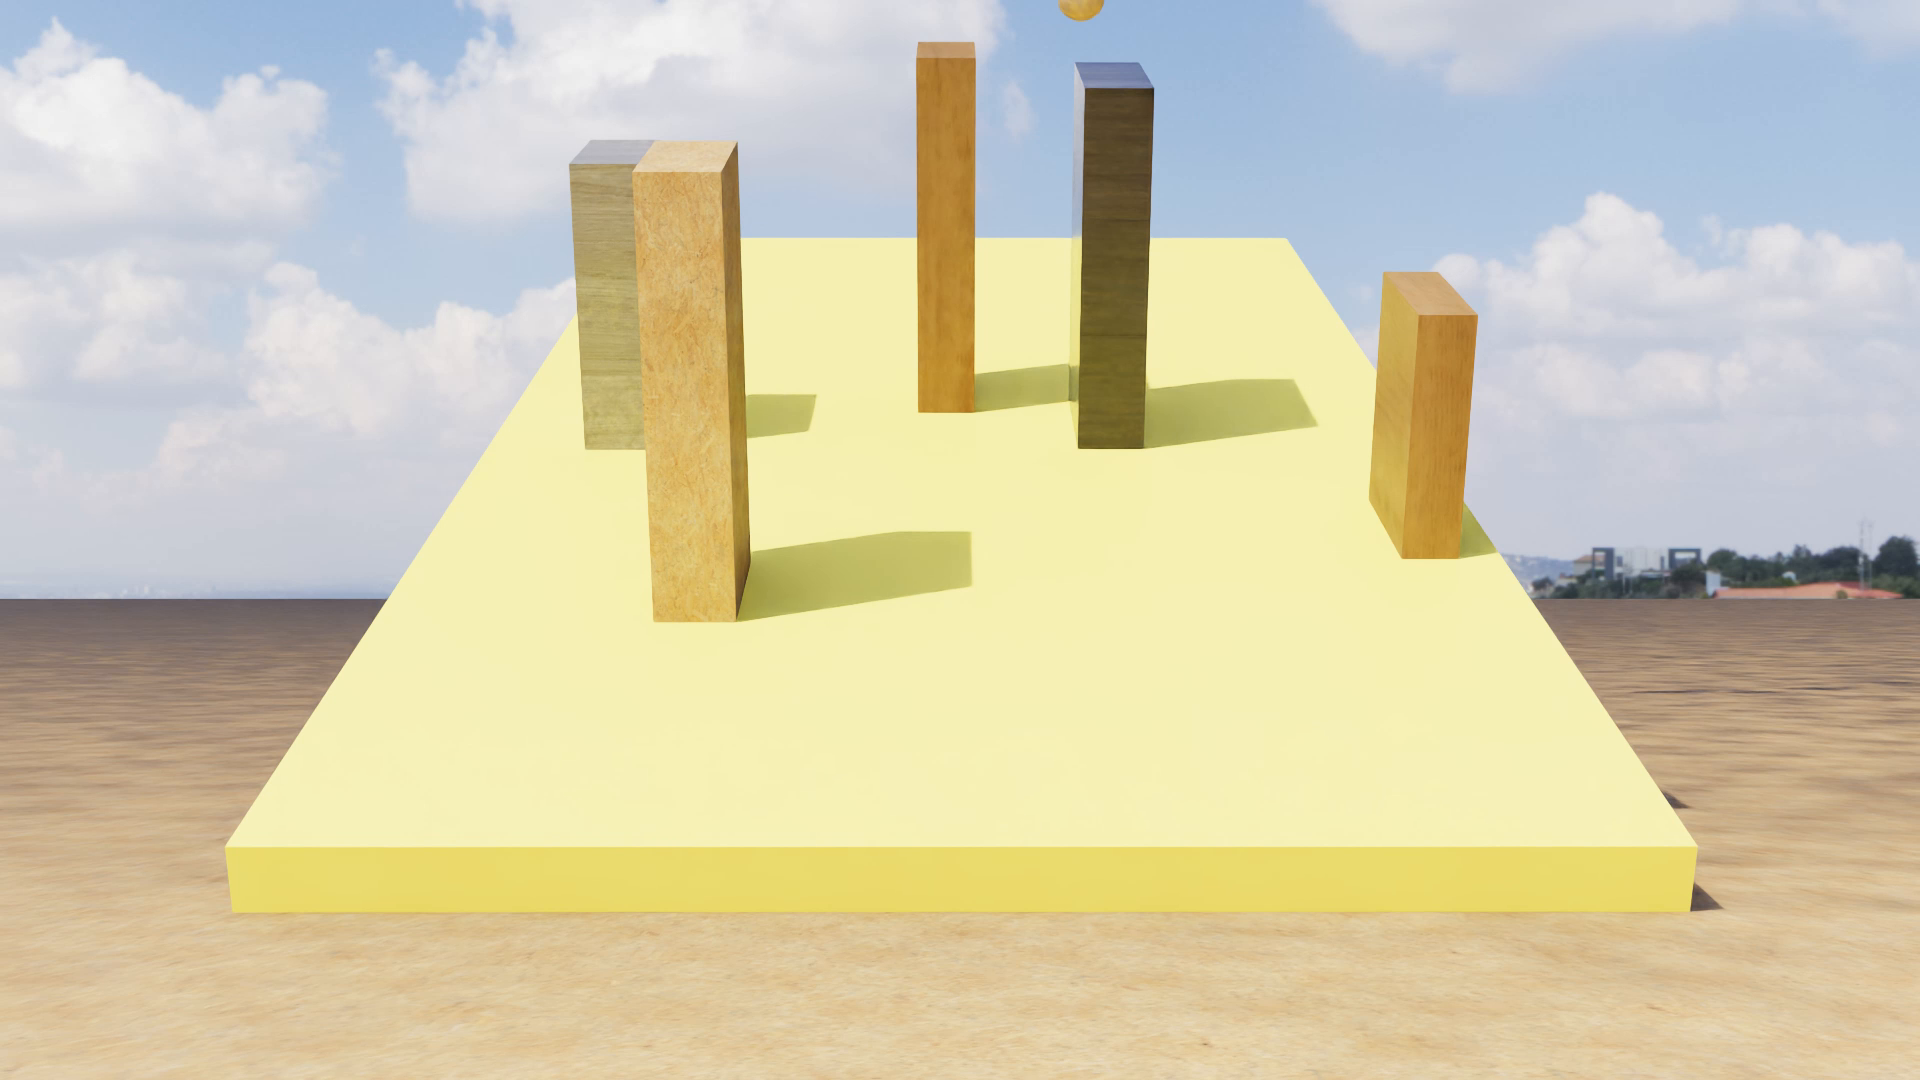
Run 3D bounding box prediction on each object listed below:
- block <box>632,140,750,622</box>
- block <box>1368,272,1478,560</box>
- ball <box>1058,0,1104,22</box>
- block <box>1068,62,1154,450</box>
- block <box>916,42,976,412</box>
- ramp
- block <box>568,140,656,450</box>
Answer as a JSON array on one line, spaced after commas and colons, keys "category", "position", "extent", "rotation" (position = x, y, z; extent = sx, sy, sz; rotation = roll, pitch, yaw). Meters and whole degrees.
[{"category": "block", "position": [-0.452, -0.272, 3.860], "extent": [0.141, 0.770, 0.300], "rotation": [0, 19, 0]}, {"category": "block", "position": [0.864, -0.239, 4.238], "extent": [0.105, 0.460, 0.348], "rotation": [0, 19, 0]}, {"category": "ball", "position": [0.358, -1.605, 6.670], "extent": [0.142, 0.142, 0.142], "rotation": [0, -1, 0]}, {"category": "block", "position": [0.320, -0.616, 4.853], "extent": [0.140, 0.759, 0.394], "rotation": [0, 19, 0]}, {"category": "block", "position": [-0.031, -0.700, 5.054], "extent": [0.127, 0.783, 0.278], "rotation": [0, 19, 0]}, {"category": "ramp", "position": [-0.005, -0.202, 4.969], "extent": [2.000, 0.100, 4.000], "rotation": [0, 19, 0]}, {"category": "block", "position": [-0.721, -0.527, 4.825], "extent": [0.148, 0.607, 0.300], "rotation": [0, 19, 0]}]
